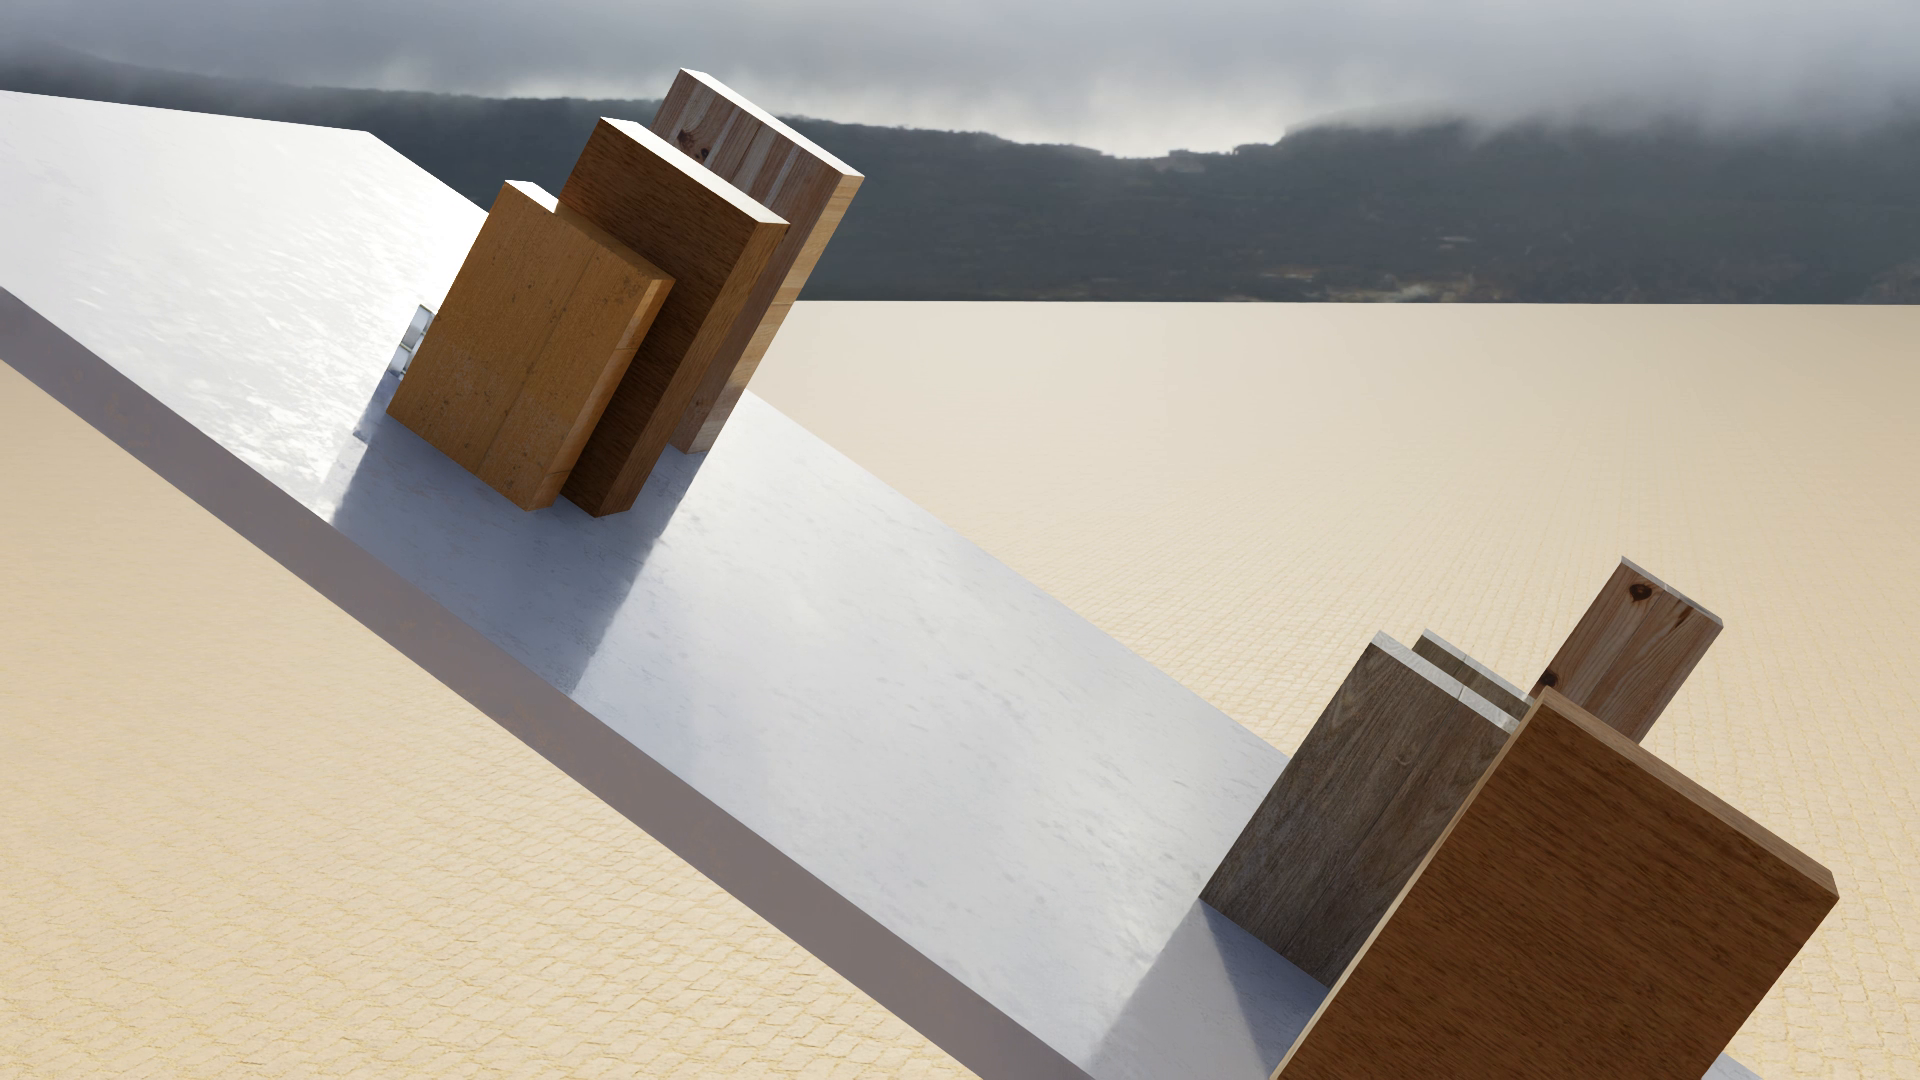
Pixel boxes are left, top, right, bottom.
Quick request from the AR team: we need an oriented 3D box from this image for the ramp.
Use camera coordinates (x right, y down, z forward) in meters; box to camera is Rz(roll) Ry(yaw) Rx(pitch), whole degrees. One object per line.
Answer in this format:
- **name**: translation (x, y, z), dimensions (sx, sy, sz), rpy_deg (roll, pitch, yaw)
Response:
- **ramp**: translation (-0.153, 0.254, 4.112), dimensions (4.000, 0.100, 2.000), rpy_deg (34, 15, 11)

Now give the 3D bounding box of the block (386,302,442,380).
- **block**: translation (-0.927, -0.336, 4.022), dimensions (0.142, 0.142, 0.142), rpy_deg (34, 15, 11)

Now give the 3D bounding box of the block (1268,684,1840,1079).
- **block**: translation (0.749, 0.638, 2.943), dimensions (0.431, 0.769, 0.132), rpy_deg (34, 15, 11)

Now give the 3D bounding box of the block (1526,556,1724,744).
- **block**: translation (1.275, 0.427, 4.644), dimensions (0.240, 0.780, 0.120), rpy_deg (34, 15, 11)

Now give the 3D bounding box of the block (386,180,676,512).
- **block**: translation (-0.736, -0.330, 3.754), dimensions (0.313, 0.461, 0.094), rpy_deg (34, 15, 11)

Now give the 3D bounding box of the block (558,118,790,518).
- **block**: translation (-0.613, -0.393, 3.913), dimensions (0.344, 0.607, 0.142), rpy_deg (34, 15, 11)

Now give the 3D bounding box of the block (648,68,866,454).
- **block**: translation (-0.542, -0.567, 4.511), dimensions (0.407, 0.662, 0.125), rpy_deg (34, 15, 11)

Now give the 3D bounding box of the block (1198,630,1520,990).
- **block**: translation (0.752, 0.511, 3.794), dimensions (0.440, 0.547, 0.137), rpy_deg (34, 15, 11)

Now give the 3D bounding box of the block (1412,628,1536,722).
- **block**: translation (0.882, 0.456, 4.316), dimensions (0.261, 0.502, 0.089), rpy_deg (34, 15, 11)
